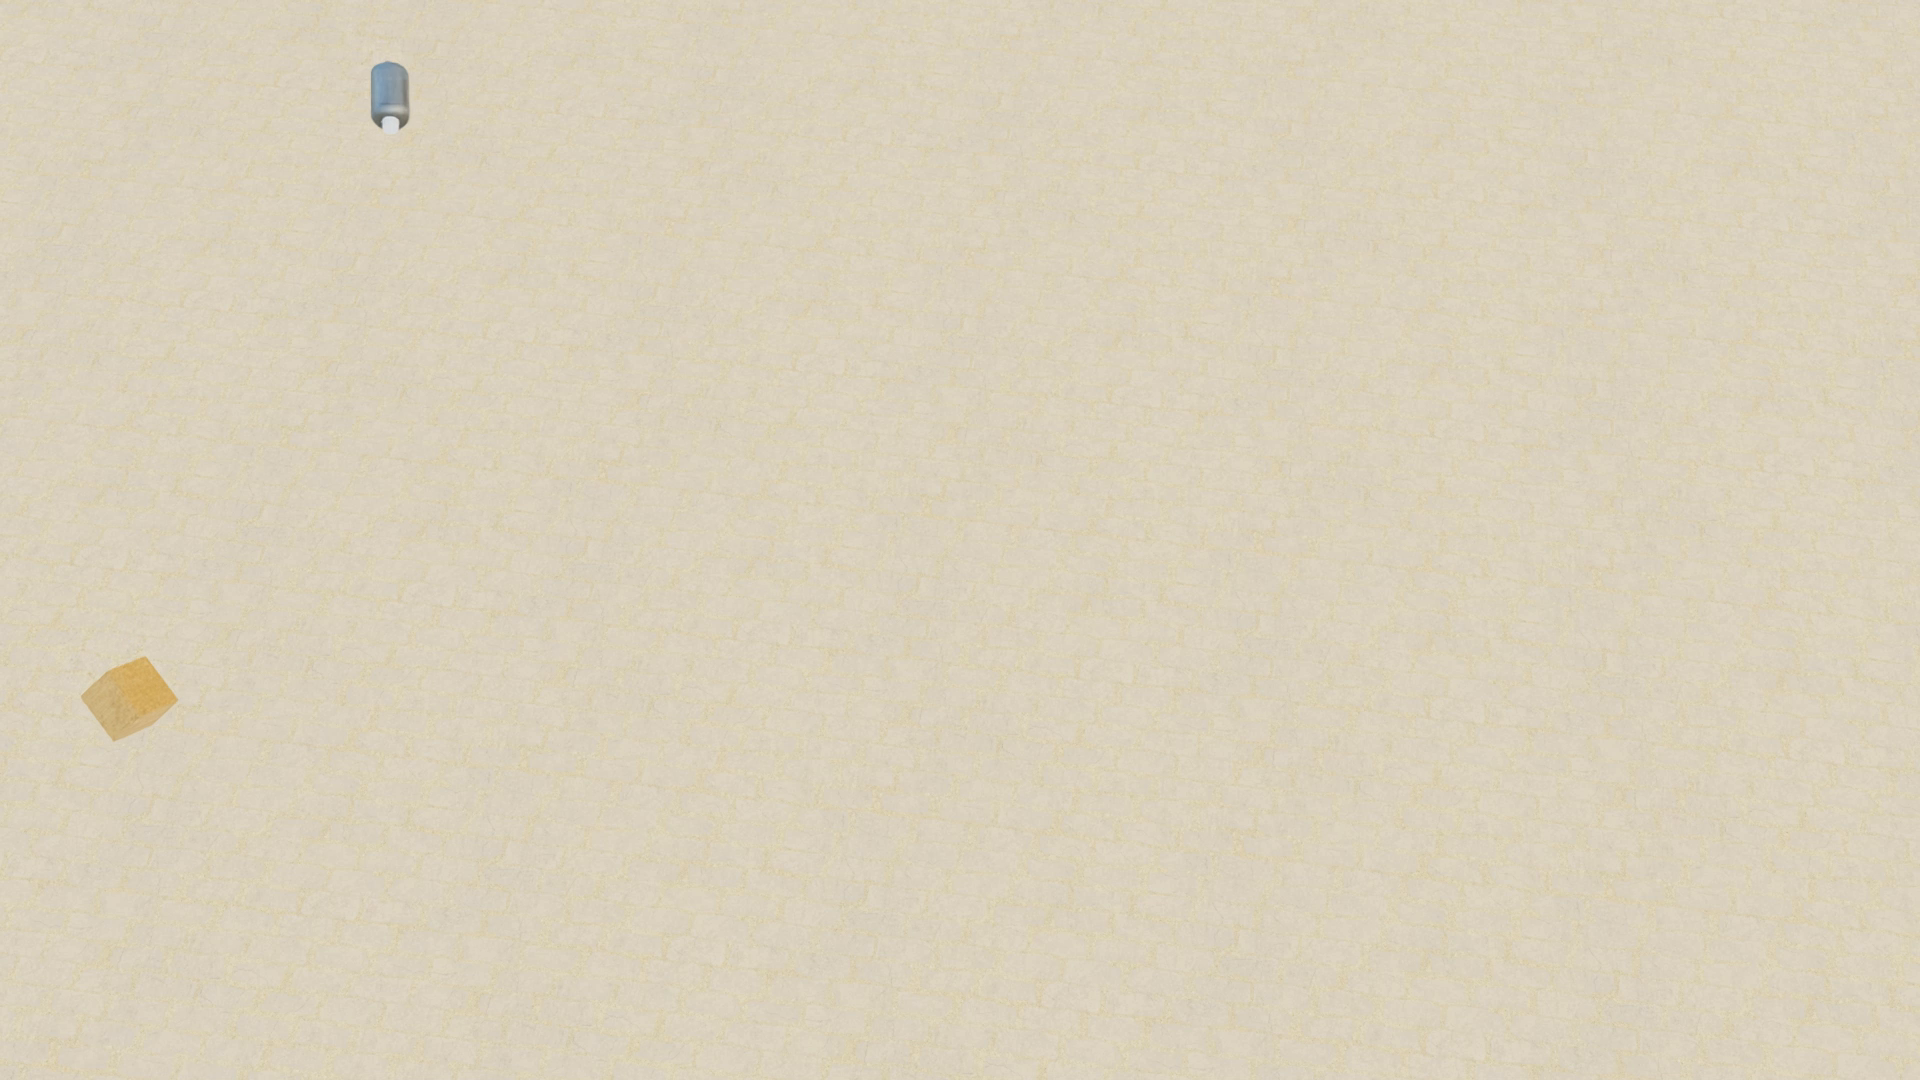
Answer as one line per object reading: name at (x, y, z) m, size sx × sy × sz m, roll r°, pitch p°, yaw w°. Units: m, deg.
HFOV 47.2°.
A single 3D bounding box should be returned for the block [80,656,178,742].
block at (-1.523, 0.291, 4.032) m, size 0.085 × 0.105 × 0.103 m, roll -38°, pitch 88°, yaw 23°
